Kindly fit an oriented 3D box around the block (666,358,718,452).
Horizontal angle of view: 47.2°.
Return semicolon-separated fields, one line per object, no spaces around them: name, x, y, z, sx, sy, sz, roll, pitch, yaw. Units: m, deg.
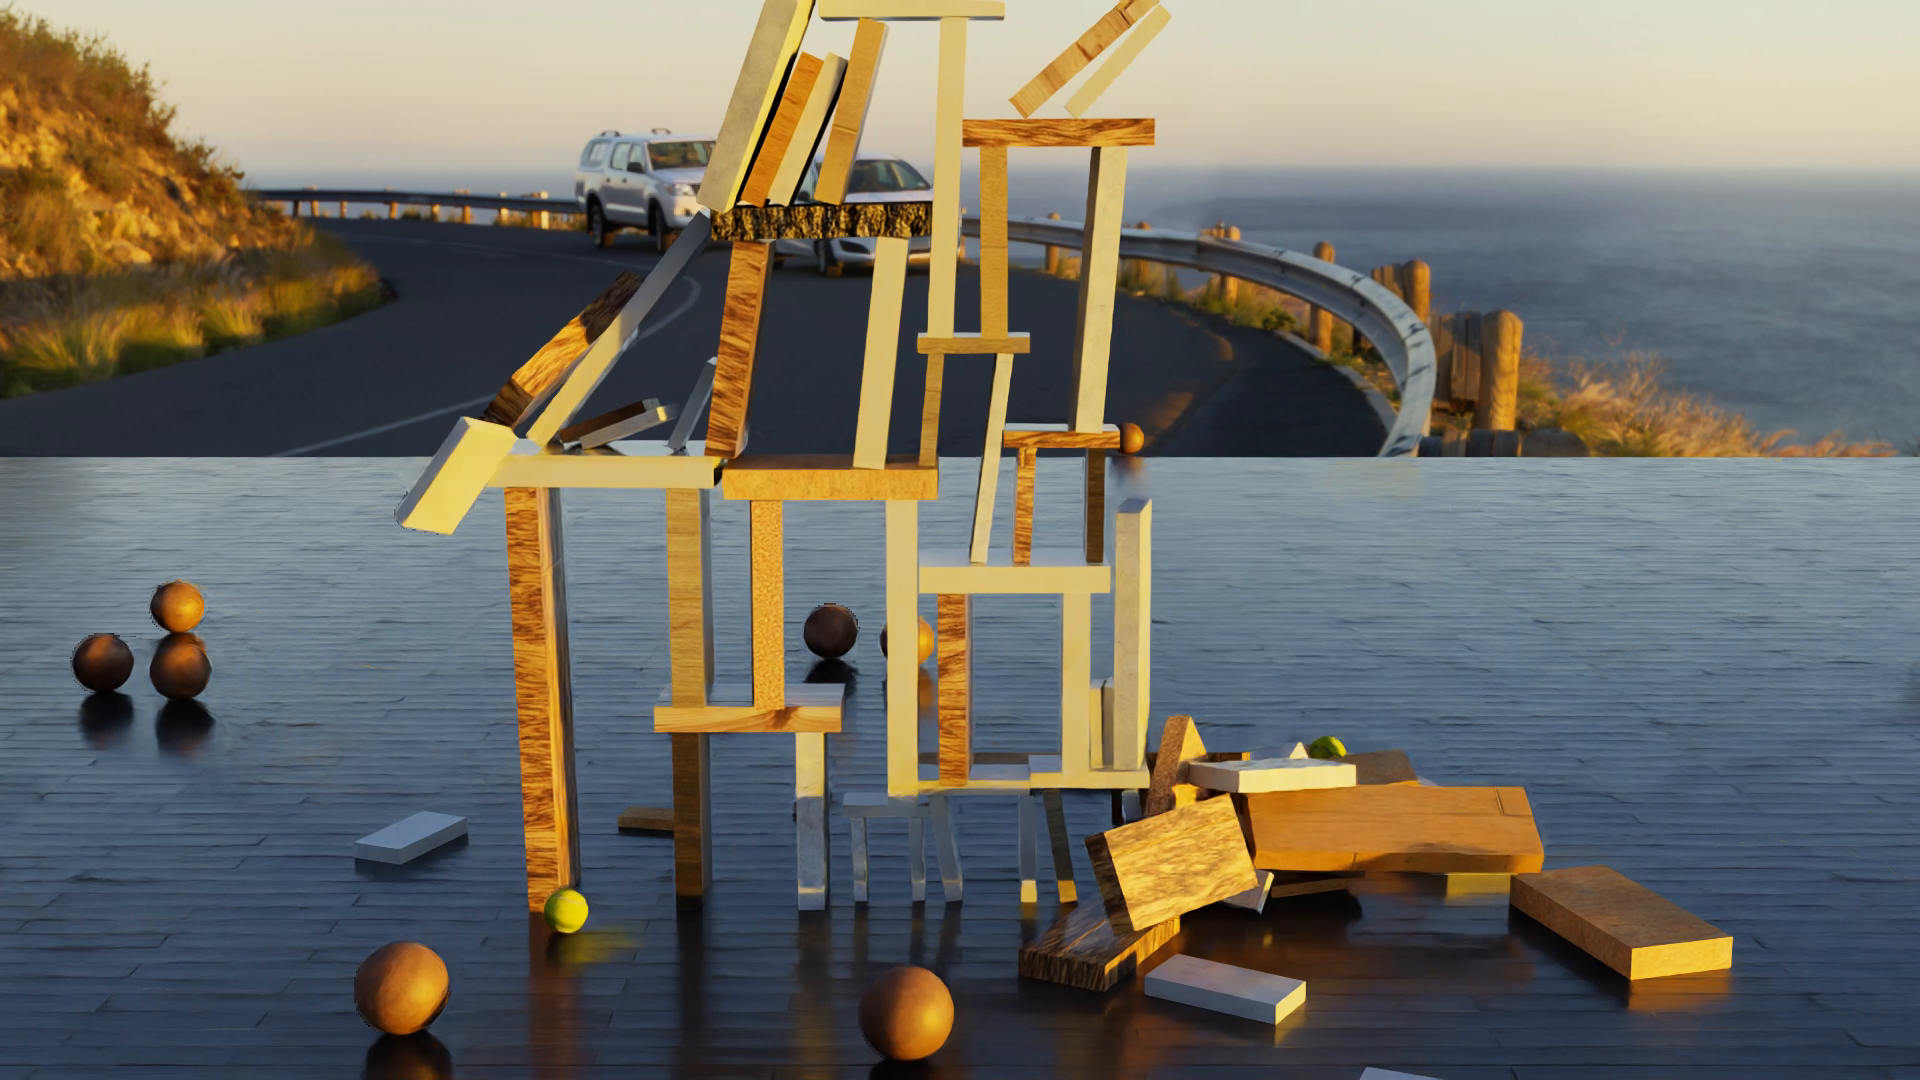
block;-0.422;-0.217;3.515;0.021;0.151;0.076;27;10;-3

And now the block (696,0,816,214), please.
block;-0.301;-0.696;3.348;0.048;0.383;0.168;22;20;-1

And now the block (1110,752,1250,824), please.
block;0.390;0.441;3.898;0.253;0.126;0.036;-4;-5;28

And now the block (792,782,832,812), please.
block;-0.280;0.487;4.173;0.067;0.019;0.133;0;11;-1

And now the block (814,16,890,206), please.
block;-0.169;-0.669;3.438;0.040;0.283;0.142;15;10;-2

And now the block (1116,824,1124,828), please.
block;0.304;0.530;3.944;0.061;0.017;0.122;3;11;17

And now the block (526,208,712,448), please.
block;-0.538;-0.342;3.546;0.034;0.456;0.121;38;8;-5

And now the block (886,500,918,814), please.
block;-0.093;0.175;3.593;0.048;0.516;0.169;0;11;0

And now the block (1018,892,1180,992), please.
block;0.219;0.619;3.403;0.142;0.040;0.284;6;12;28

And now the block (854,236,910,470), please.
block;-0.123;-0.304;3.502;0.048;0.360;0.169;6;10;-1

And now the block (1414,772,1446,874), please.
block;0.830;0.499;4.024;0.175;0.049;0.499;-3;11;-18

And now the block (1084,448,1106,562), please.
block;0.217;-0.063;3.552;0.026;0.185;0.093;0;10;0

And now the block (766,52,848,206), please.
block;-0.234;-0.643;3.442;0.034;0.242;0.121;24;10;-4

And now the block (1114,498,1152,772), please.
block;0.284;0.154;3.620;0.040;0.427;0.142;2;11;11

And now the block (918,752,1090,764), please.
block;0.181;0.448;4.358;0.534;0.028;0.098;0;11;0

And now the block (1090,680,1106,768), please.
block;0.227;0.302;3.623;0.019;0.134;0.067;0;10;11

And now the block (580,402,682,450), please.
block;-0.526;-0.182;3.516;0.151;0.021;0.076;-18;3;23

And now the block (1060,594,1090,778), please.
block;0.188;0.221;3.599;0.043;0.304;0.152;0;11;1

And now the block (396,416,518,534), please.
block;-0.775;-0.098;3.385;0.028;0.196;0.098;48;19;30

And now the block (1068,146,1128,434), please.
block;0.217;-0.399;3.486;0.042;0.443;0.147;4;10;-3

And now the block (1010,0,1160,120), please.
block;0.263;-0.819;3.402;0.461;0.038;0.134;-40;7;8

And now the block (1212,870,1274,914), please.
block;0.419;0.564;3.632;0.192;0.067;0.019;7;-25;35

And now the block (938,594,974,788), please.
block;-0.006;0.229;3.593;0.043;0.318;0.152;1;11;5

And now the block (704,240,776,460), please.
block;-0.349;-0.310;3.502;0.048;0.338;0.169;9;11;0

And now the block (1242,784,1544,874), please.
block;0.715;0.478;3.650;0.474;0.044;0.155;1;38;-2

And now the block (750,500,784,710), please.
block;-0.313;0.090;3.563;0.048;0.338;0.169;-1;10;-6

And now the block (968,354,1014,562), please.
block;0.049;-0.137;3.535;0.025;0.336;0.089;7;10;-3

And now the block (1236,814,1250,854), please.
block;0.514;0.511;3.786;0.310;0.044;0.155;2;-18;12

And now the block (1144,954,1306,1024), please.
block;0.388;0.657;3.226;0.210;0.030;0.105;7;12;32

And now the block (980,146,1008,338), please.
block;0.053;-0.472;3.474;0.042;0.294;0.147;0;11;1

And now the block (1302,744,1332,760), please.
block;0.642;0.464;4.264;0.061;0.017;0.446;-3;9;23

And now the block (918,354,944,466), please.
block;-0.045;-0.214;3.520;0.025;0.177;0.089;5;11;-1

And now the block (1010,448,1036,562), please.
block;0.102;-0.064;3.553;0.026;0.185;0.093;2;10;-2

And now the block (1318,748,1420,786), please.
block;0.654;0.457;4.040;0.349;0.049;0.175;-8;13;3

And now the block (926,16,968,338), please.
block;-0.019;-0.568;3.459;0.040;0.489;0.142;3;11;0

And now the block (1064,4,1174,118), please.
block;0.244;-0.743;3.420;0.030;0.210;0.105;43;9;-6

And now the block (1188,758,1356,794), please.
block;0.520;0.391;3.655;0.253;0.036;0.126;1;0;-33
